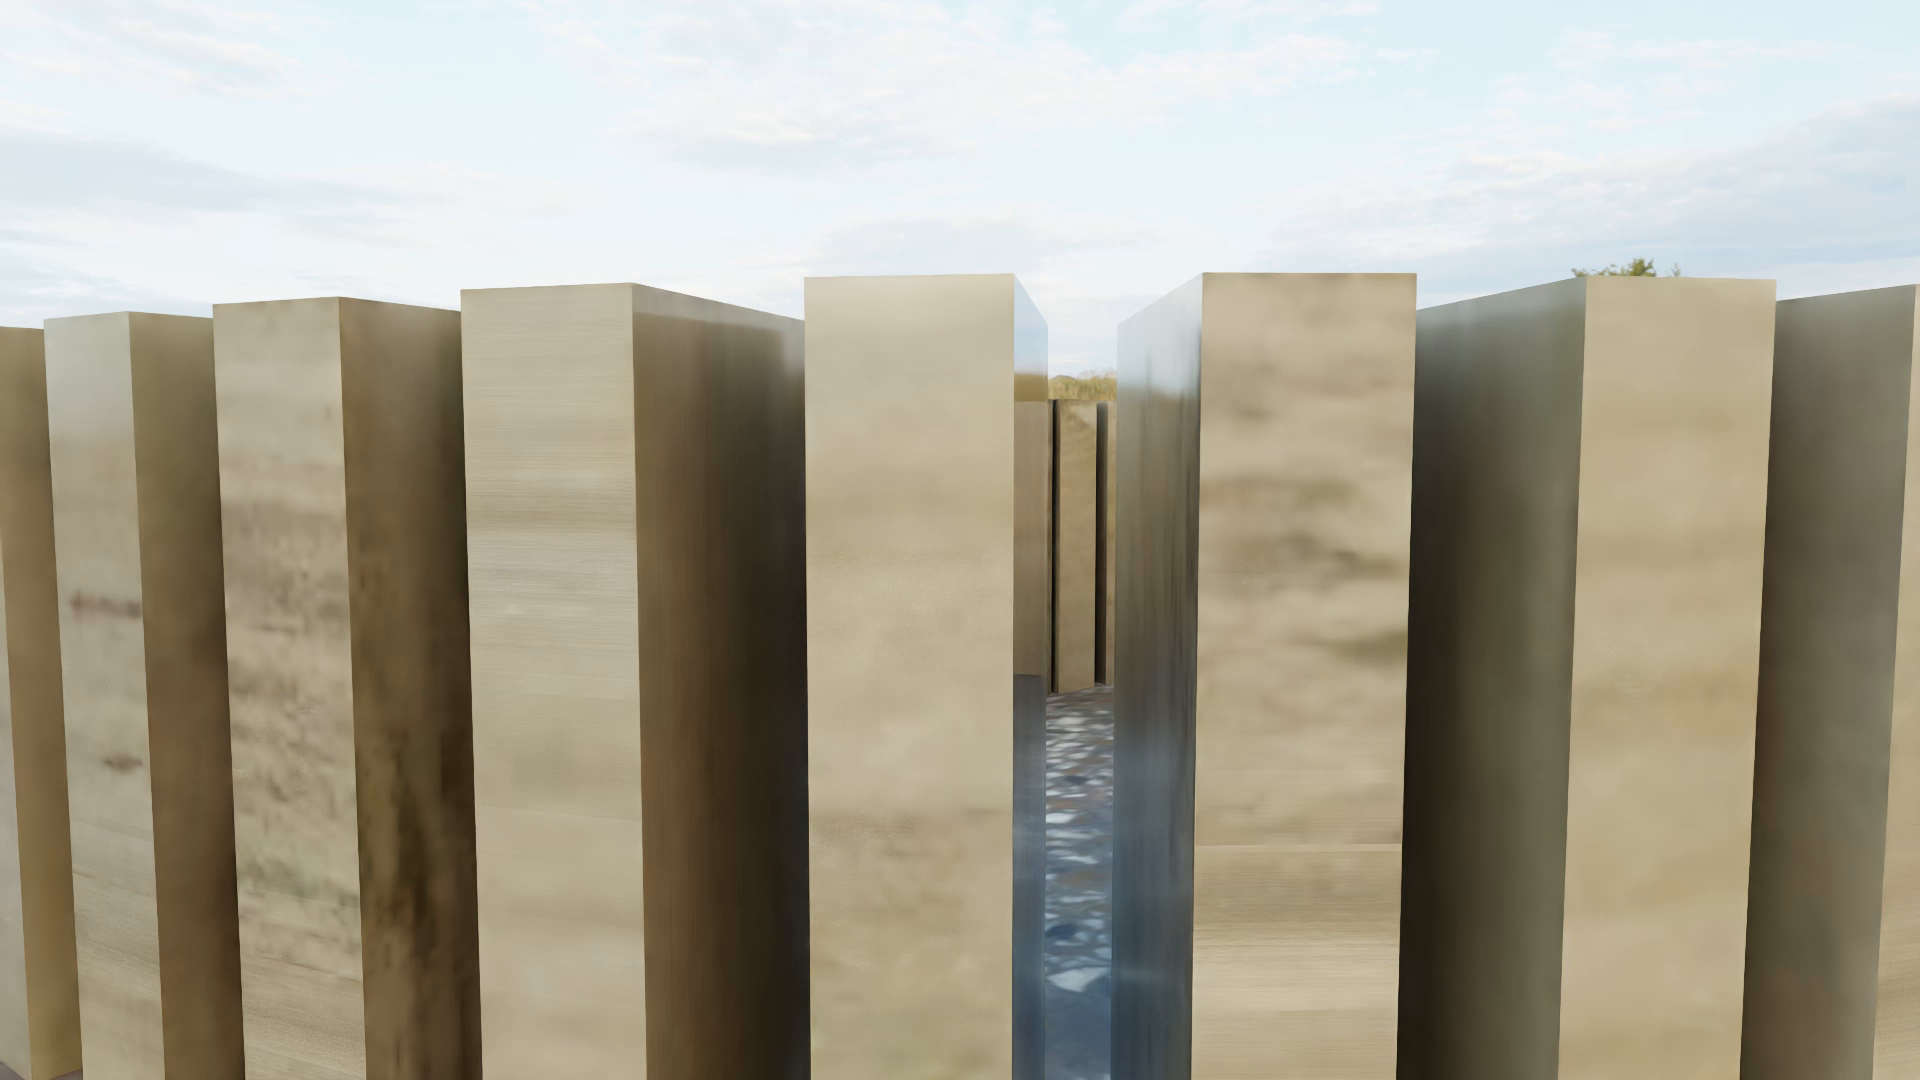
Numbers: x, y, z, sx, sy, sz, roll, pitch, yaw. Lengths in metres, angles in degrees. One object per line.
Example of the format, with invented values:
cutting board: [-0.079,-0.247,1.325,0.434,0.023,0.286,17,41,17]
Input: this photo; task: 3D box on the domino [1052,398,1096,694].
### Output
domino: [0.011,0.000,0.229,0.010,0.050,0.025,-4,6,-45]

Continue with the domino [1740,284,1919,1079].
domino: [0.046,0.012,0.075,0.010,0.050,0.025,-1,4,-15]

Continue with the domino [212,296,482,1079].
domino: [-0.031,0.012,0.080,0.009,0.050,0.025,2,5,24]

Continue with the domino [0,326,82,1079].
domino: [-0.058,0.010,0.096,0.009,0.050,0.025,3,5,36]

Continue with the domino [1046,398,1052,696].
domino: [0.002,0.001,0.216,0.025,0.050,0.010,2,5,21]

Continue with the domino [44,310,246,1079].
domino: [-0.045,0.011,0.088,0.009,0.050,0.025,2,5,30]

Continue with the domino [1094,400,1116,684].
domino: [0.024,0.000,0.238,0.010,0.050,0.025,-2,5,-29]

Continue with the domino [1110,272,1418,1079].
domino: [0.015,0.012,0.071,0.009,0.050,0.025,0,4,-2]

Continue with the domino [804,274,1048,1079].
domino: [-0.001,0.012,0.071,0.009,0.050,0.025,1,4,7]

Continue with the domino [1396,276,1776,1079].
domino: [0.031,0.012,0.072,0.009,0.050,0.025,-1,4,-9]

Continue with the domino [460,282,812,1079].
domino: [-0.016,0.012,0.075,0.009,0.050,0.025,1,4,17]
